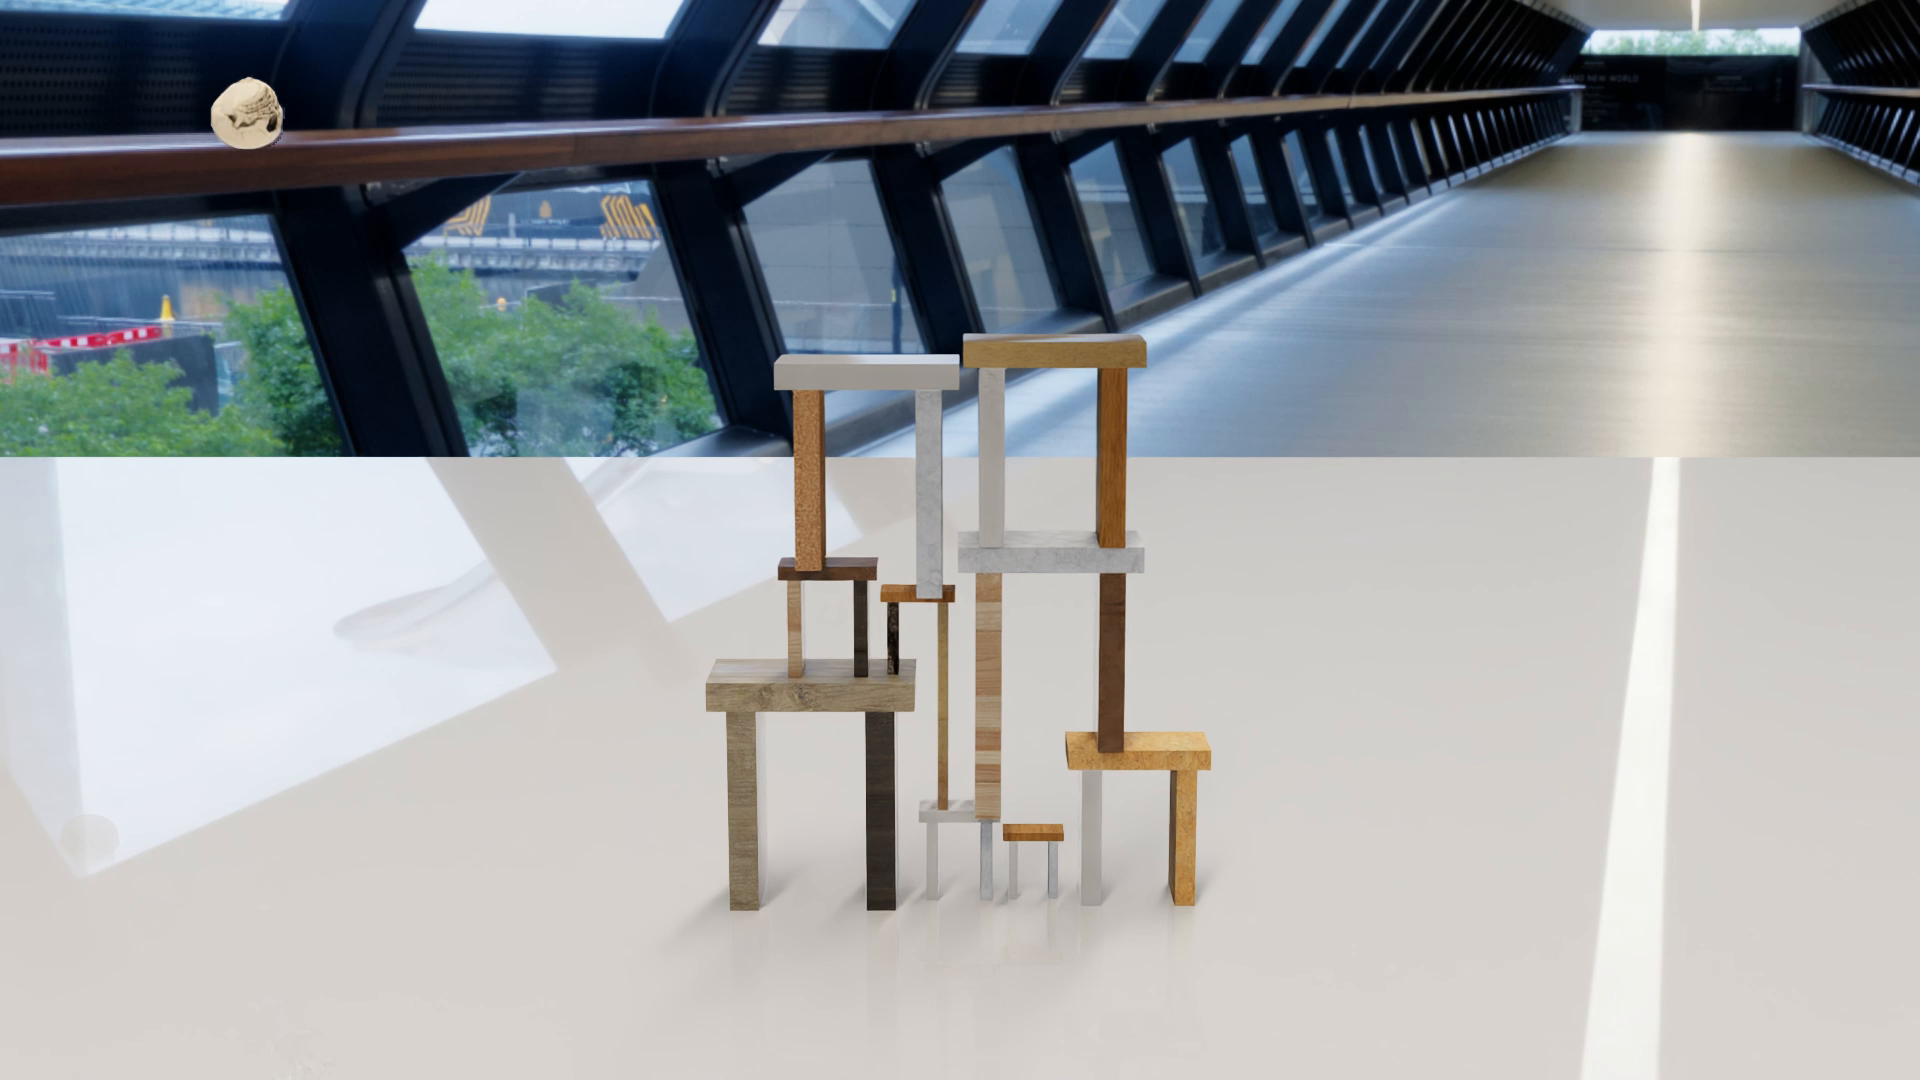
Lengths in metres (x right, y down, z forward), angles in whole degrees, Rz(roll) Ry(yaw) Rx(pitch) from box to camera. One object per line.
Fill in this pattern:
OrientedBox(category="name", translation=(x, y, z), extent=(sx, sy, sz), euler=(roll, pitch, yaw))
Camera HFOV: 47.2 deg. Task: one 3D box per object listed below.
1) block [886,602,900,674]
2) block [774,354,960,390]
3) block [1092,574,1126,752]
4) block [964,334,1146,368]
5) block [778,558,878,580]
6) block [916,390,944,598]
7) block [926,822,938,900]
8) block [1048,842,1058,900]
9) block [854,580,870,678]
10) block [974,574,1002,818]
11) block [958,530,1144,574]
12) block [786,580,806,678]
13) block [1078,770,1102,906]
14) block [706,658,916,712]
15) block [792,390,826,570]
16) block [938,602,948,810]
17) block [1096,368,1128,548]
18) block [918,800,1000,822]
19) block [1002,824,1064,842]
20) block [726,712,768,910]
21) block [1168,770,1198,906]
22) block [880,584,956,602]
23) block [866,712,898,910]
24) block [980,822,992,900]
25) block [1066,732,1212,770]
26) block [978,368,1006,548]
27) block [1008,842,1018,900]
OrientedBox(category="block", translation=(-0.109, 0.154, 3.593), extent=(0.017, 0.121, 0.060), euler=(0, 11, 1))
OrientedBox(category="block", translation=(-0.145, -0.268, 3.503), extent=(0.289, 0.041, 0.144), euler=(0, 11, 0))
OrientedBox(category="block", translation=(0.243, 0.184, 3.596), extent=(0.042, 0.296, 0.148), euler=(0, 11, 0))
OrientedBox(category="block", translation=(0.148, -0.301, 3.497), extent=(0.285, 0.040, 0.143), euler=(0, 11, 0))
OrientedBox(category="block", translation=(-0.213, 0.047, 3.566), extent=(0.159, 0.023, 0.080), euler=(0, 11, 0))
OrientedBox(category="block", translation=(-0.049, -0.084, 3.537), extent=(0.041, 0.333, 0.144), euler=(0, 11, 0))
OrientedBox(category="block", translation=(-0.045, 0.524, 3.658), extent=(0.019, 0.134, 0.067), euler=(0, 11, 0))
OrientedBox(category="block", translation=(0.155, 0.541, 3.658), extent=(0.014, 0.100, 0.050), euler=(0, 11, 0))
OrientedBox(category="block", translation=(-0.160, 0.136, 3.583), extent=(0.023, 0.159, 0.080), euler=(0, 11, 0))
OrientedBox(category="block", translation=(0.045, 0.239, 3.606), extent=(0.042, 0.407, 0.148), euler=(0, 11, 0))
OrientedBox(category="block", translation=(0.145, 0.018, 3.564), extent=(0.296, 0.042, 0.148), euler=(0, 11, 0))
OrientedBox(category="block", translation=(-0.266, 0.136, 3.582), extent=(0.023, 0.159, 0.080), euler=(0, 11, 0))
OrientedBox(category="block", translation=(0.215, 0.477, 3.646), extent=(0.033, 0.231, 0.116), euler=(0, 11, 0))
OrientedBox(category="block", translation=(-0.240, 0.237, 3.606), extent=(0.335, 0.047, 0.167), euler=(0, 11, 0))
OrientedBox(category="block", translation=(-0.241, -0.106, 3.537), extent=(0.041, 0.289, 0.144), euler=(0, 11, 0))
OrientedBox(category="block", translation=(-0.028, 0.267, 3.613), extent=(0.017, 0.350, 0.060), euler=(0, 11, 0))
OrientedBox(category="block", translation=(0.243, -0.141, 3.527), extent=(0.040, 0.285, 0.143), euler=(0, 11, 1))
OrientedBox(category="block", translation=(-0.001, 0.449, 3.644), extent=(0.134, 0.019, 0.067), euler=(0, 11, 0))
OrientedBox(category="block", translation=(0.121, 0.485, 3.648), extent=(0.100, 0.014, 0.050), euler=(0, 11, 0))
OrientedBox(category="block", translation=(-0.352, 0.425, 3.641), extent=(0.047, 0.335, 0.167), euler=(0, 11, 0))
OrientedBox(category="block", translation=(0.369, 0.477, 3.646), extent=(0.033, 0.231, 0.116), euler=(0, 11, 0))
OrientedBox(category="block", translation=(-0.068, 0.087, 3.577), extent=(0.121, 0.017, 0.060), euler=(0, 11, 1))
OrientedBox(category="block", translation=(-0.129, 0.425, 3.641), extent=(0.047, 0.335, 0.167), euler=(0, 11, 0))
OrientedBox(category="block", translation=(0.044, 0.524, 3.658), extent=(0.019, 0.134, 0.067), euler=(0, 11, 0))
OrientedBox(category="block", translation=(0.291, 0.347, 3.622), extent=(0.231, 0.033, 0.116), euler=(0, 11, 0))
OrientedBox(category="block", translation=(0.052, -0.141, 3.528), extent=(0.040, 0.285, 0.143), euler=(0, 11, 1))
OrientedBox(category="block", translation=(0.088, 0.541, 3.658), extent=(0.014, 0.100, 0.050), euler=(0, 11, 0))
